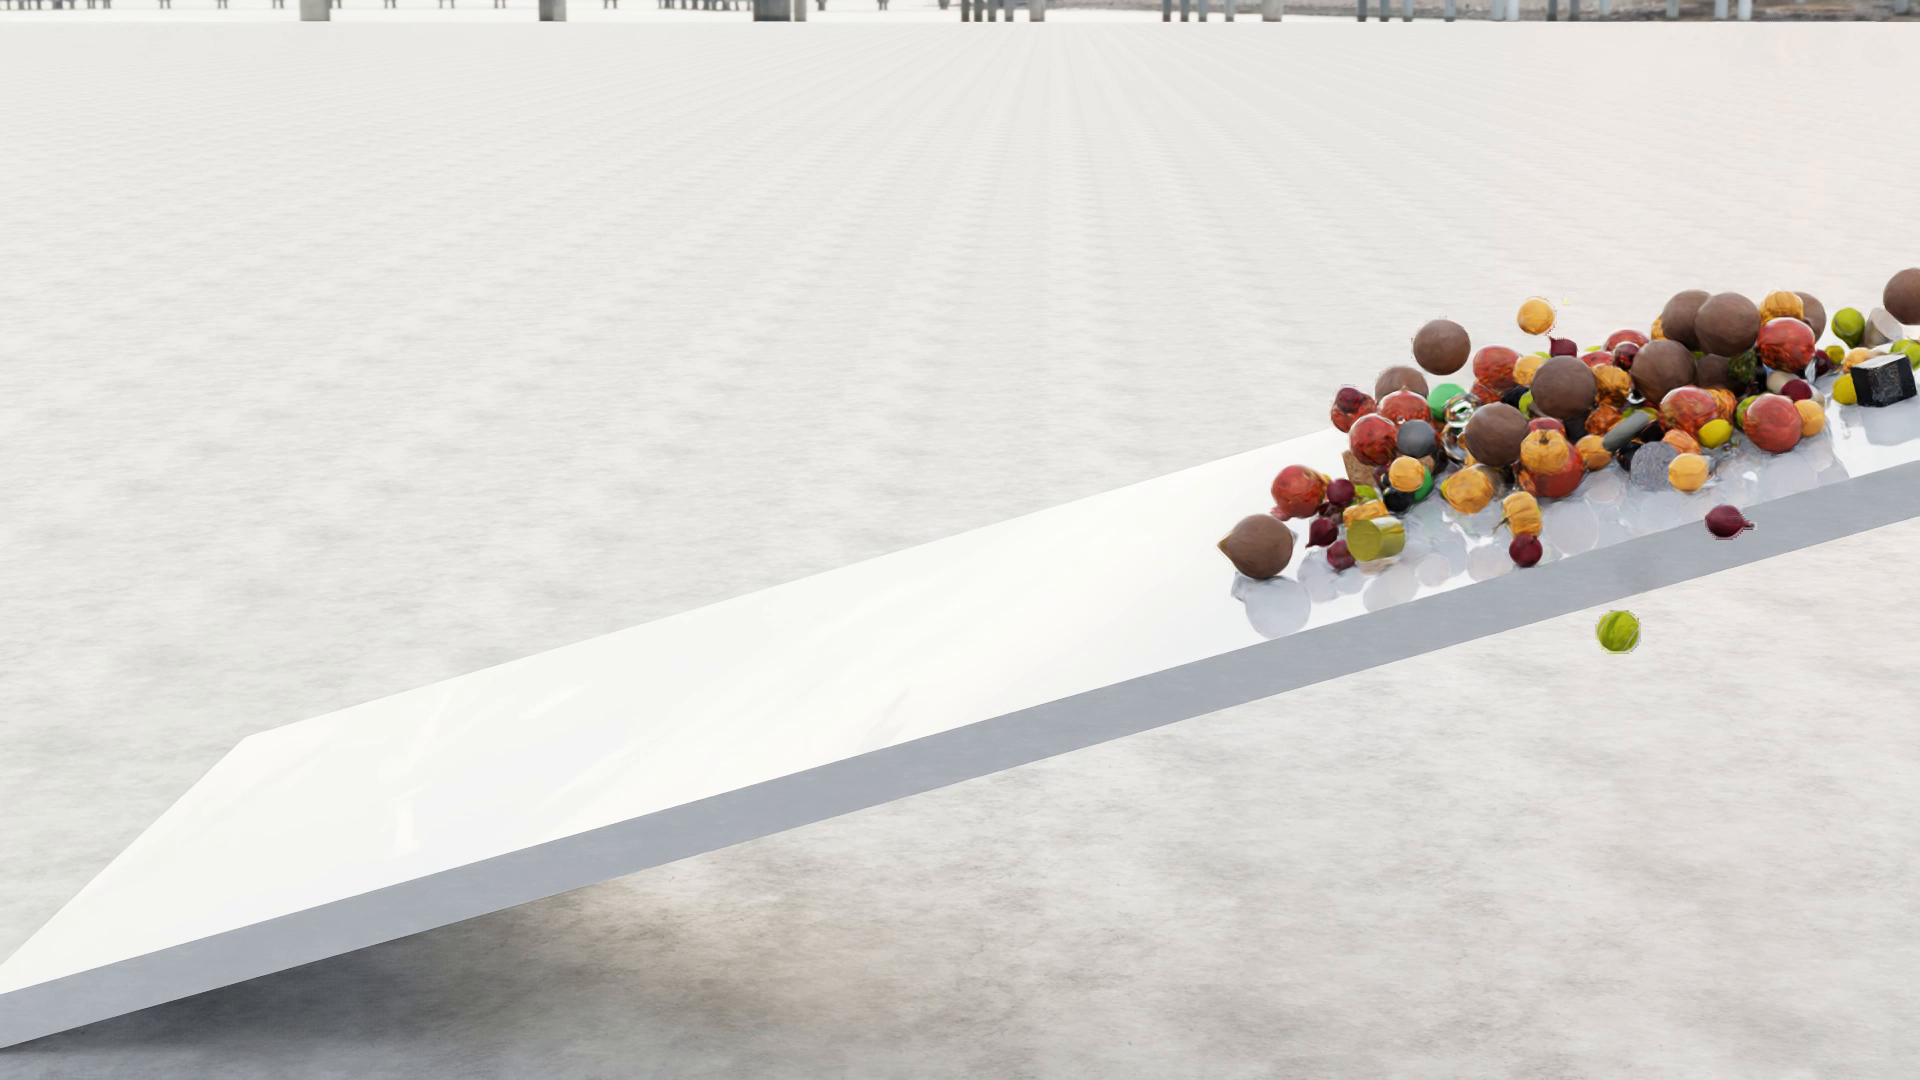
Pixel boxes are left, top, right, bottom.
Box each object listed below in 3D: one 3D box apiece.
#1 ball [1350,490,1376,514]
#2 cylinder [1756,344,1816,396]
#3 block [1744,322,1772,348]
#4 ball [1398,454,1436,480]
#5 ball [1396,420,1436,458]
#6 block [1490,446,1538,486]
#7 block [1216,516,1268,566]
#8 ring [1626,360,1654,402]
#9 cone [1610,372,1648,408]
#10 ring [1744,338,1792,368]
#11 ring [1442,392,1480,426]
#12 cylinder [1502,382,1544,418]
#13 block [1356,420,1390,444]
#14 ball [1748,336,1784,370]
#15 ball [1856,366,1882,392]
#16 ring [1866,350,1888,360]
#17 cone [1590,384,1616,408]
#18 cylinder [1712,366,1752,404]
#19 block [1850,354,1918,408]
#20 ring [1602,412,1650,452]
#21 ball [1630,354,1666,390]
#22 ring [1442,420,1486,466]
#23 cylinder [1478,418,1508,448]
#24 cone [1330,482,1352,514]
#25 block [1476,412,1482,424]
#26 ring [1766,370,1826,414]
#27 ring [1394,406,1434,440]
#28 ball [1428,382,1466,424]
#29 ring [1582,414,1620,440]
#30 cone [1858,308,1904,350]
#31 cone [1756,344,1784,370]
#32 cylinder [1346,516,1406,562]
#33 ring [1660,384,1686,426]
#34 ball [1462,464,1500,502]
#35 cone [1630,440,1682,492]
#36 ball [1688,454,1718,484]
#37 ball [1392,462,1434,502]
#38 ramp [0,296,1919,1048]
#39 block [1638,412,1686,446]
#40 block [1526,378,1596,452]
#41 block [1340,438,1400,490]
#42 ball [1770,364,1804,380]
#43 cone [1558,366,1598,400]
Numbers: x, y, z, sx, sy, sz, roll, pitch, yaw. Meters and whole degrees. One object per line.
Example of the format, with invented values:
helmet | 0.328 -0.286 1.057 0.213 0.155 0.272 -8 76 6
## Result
ball | 0.837 -0.079 6.109 0.052 0.052 0.052 0 11 0
cylinder | 1.662 -0.342 5.917 0.095 0.095 0.095 -5 7 28
block | 1.713 -0.431 6.303 0.050 0.050 0.050 -13 -15 8
ball | 0.965 -0.149 6.206 0.079 0.079 0.079 0 11 0
ball | 0.936 -0.207 6.038 0.082 0.082 0.082 0 11 0
block | 1.127 -0.152 5.978 0.058 0.058 0.058 -32 14 -18
block | 0.571 0.003 5.962 0.062 0.062 0.062 -46 2 -32
ring | 1.400 -0.326 6.059 0.031 0.092 0.092 16 8 -12
cone | 1.419 -0.331 6.307 0.084 0.084 0.084 -5 14 -26
ring | 1.754 -0.405 6.384 0.107 0.036 0.107 -25 -2 -1
ring | 1.040 -0.270 6.097 0.083 0.083 0.028 -3 42 -15
cylinder | 1.271 -0.314 6.615 0.073 0.073 0.073 -6 1 -29
block | 0.940 -0.226 6.668 0.061 0.061 0.061 -30 12 14
ball | 1.659 -0.379 6.044 0.078 0.078 0.078 0 11 0
ball | 1.804 -0.319 5.833 0.050 0.050 0.050 0 11 0
ring | 1.842 -0.346 5.874 0.077 0.077 0.026 -10 -20 -41
cone | 1.424 -0.314 6.502 0.067 0.067 0.067 9 9 -13
cylinder | 1.611 -0.324 6.133 0.067 0.067 0.067 -14 8 13
block | 1.792 -0.308 5.708 0.080 0.080 0.080 -19 10 -15
ring | 1.299 -0.211 5.739 0.106 0.035 0.106 -35 -11 -8
ball | 1.449 -0.355 6.195 0.077 0.077 0.077 0 11 0
ring | 1.072 -0.210 6.257 0.109 0.109 0.036 10 15 41
cylinder | 1.089 -0.219 6.009 0.052 0.052 0.052 14 12 3
cone | 0.804 -0.094 6.212 0.063 0.063 0.063 -16 10 3
block | 1.120 -0.256 6.500 0.058 0.058 0.058 -22 32 -7
ring | 1.644 -0.290 5.788 0.126 0.042 0.126 24 23 -11
ring | 1.031 -0.258 6.691 0.037 0.110 0.110 36 -4 -23
ball | 1.055 -0.297 6.359 0.089 0.089 0.089 0 11 0
ring | 1.340 -0.237 6.200 0.106 0.035 0.106 -16 9 3
cone | 1.896 -0.421 6.113 0.089 0.089 0.089 -9 -28 -41
cone | 1.746 -0.393 6.309 0.059 0.059 0.059 7 5 33
cylinder | 0.790 -0.003 5.591 0.081 0.081 0.081 10 10 41
ring | 1.461 -0.275 6.030 0.031 0.094 0.094 -14 2 32
ball | 1.043 -0.115 5.887 0.077 0.077 0.077 0 11 0
cone | 1.336 -0.130 5.582 0.099 0.099 0.099 7 -6 32
ball | 1.386 -0.133 5.487 0.053 0.053 0.053 0 11 0
ball | 0.935 -0.118 6.073 0.082 0.082 0.082 0 11 0
ramp | 0.090 0.187 6.320 4.000 0.100 2.000 -16 10 5
block | 1.389 -0.207 5.819 0.059 0.059 0.059 -43 -8 35
block | 1.249 -0.258 6.104 0.091 0.091 0.091 -42 48 -9
block | 0.897 -0.166 6.396 0.085 0.085 0.085 -7 14 44
ball | 1.685 -0.324 6.001 0.071 0.071 0.071 0 11 0
cone | 1.345 -0.314 6.367 0.094 0.094 0.094 -1 36 -3
